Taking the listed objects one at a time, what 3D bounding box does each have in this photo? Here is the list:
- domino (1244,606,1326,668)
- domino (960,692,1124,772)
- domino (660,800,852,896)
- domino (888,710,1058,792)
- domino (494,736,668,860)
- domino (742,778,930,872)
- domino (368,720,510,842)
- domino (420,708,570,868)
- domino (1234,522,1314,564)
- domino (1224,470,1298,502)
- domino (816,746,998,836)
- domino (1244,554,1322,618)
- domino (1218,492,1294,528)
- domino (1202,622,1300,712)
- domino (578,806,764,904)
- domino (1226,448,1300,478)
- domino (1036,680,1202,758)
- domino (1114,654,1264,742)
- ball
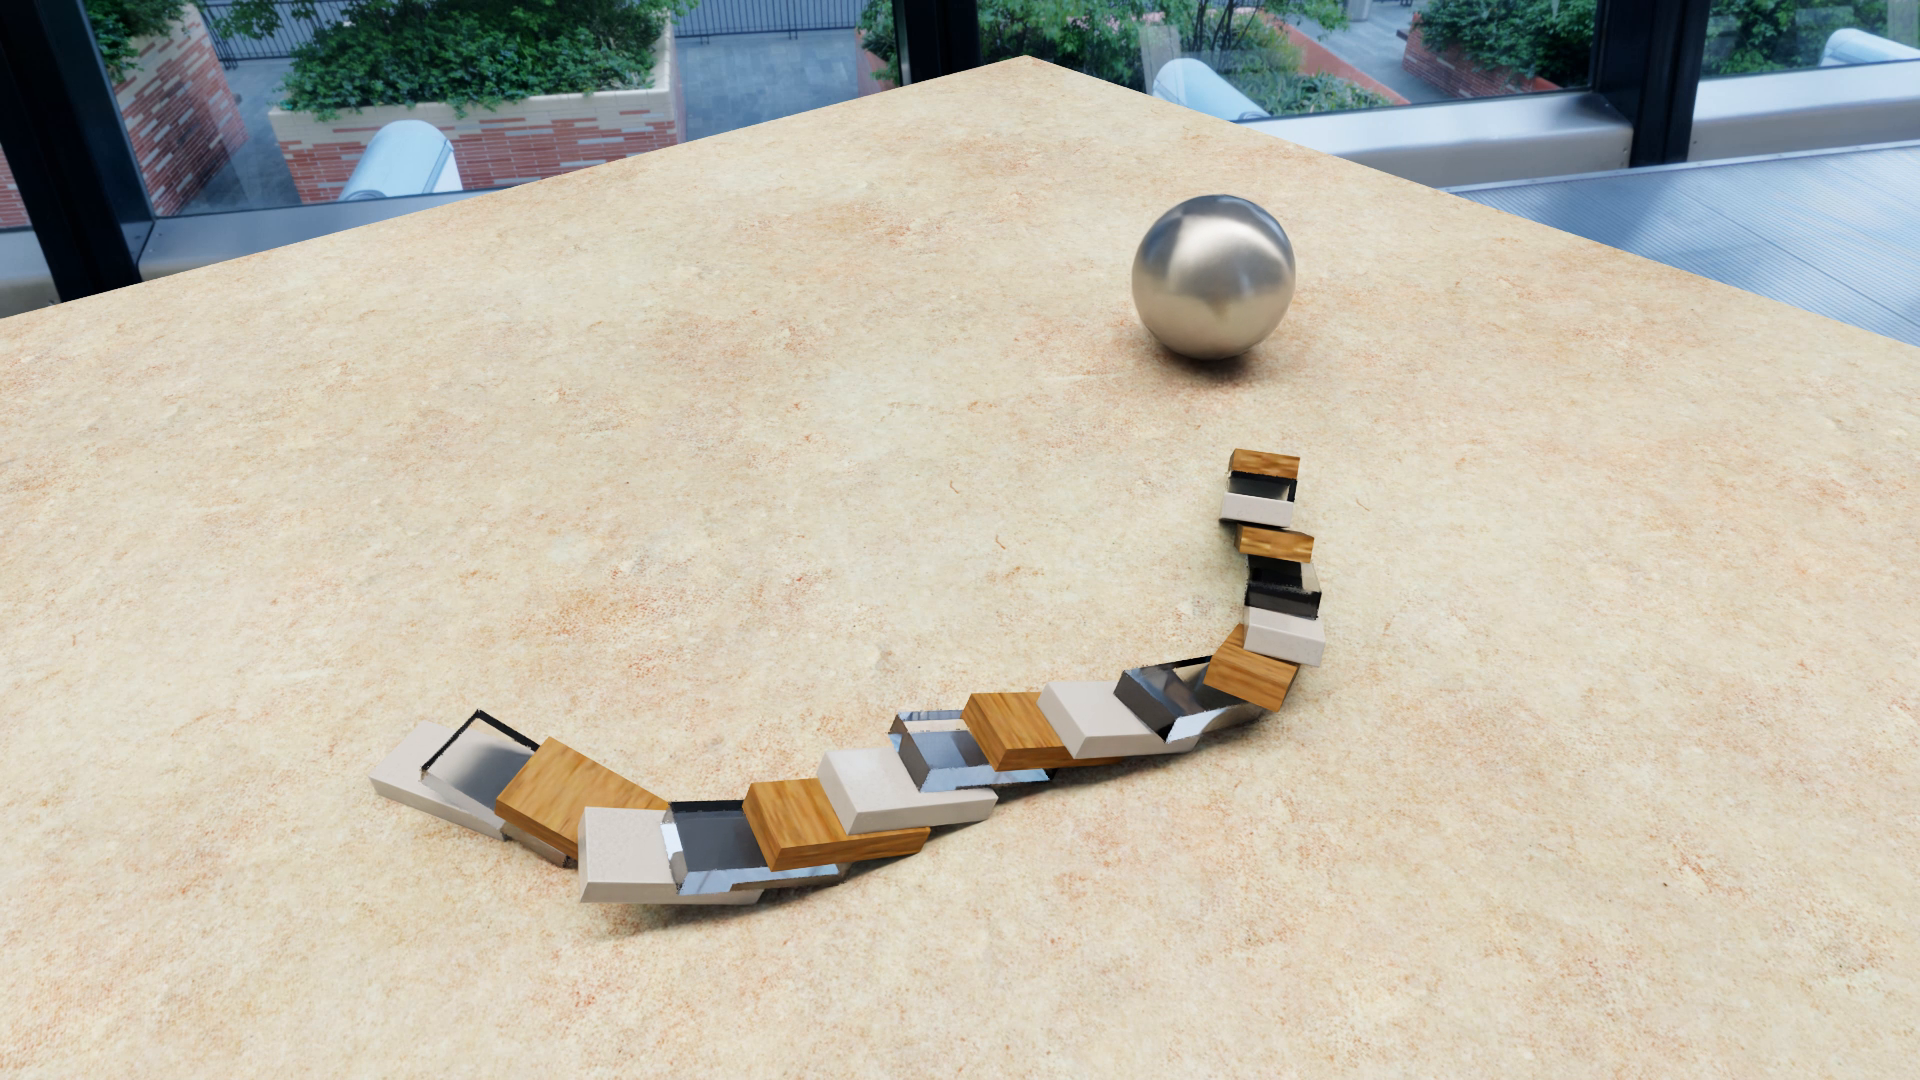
[{"bbox_3d":[0.114,0.030,0.389,0.025,0.010,0.050,13,15,12],"label":"domino"},{"bbox_3d":[0.028,0.061,0.354,0.050,0.010,0.025,4,33,-33],"label":"domino"},{"bbox_3d":[-0.059,0.088,0.320,0.050,0.010,0.025,7,33,-33],"label":"domino"},{"bbox_3d":[0.005,0.066,0.348,0.050,0.010,0.025,4,33,-33],"label":"domino"},{"bbox_3d":[-0.109,0.082,0.329,0.050,0.010,0.025,29,43,0],"label":"domino"},{"bbox_3d":[-0.036,0.083,0.327,0.050,0.009,0.025,4,32,-36],"label":"domino"},{"bbox_3d":[-0.159,0.076,0.351,0.050,0.009,0.025,14,41,16],"label":"domino"},{"bbox_3d":[-0.135,0.076,0.336,0.050,0.010,0.025,31,44,0],"label":"domino"},{"bbox_3d":[0.119,0.001,0.421,0.025,0.009,0.050,9,5,11],"label":"domino"},{"bbox_3d":[0.121,-0.020,0.446,0.025,0.009,0.050,9,2,11],"label":"domino"},{"bbox_3d":[-0.016,0.075,0.336,0.050,0.010,0.025,4,32,-35],"label":"domino"},{"bbox_3d":[0.119,0.015,0.408,0.025,0.010,0.050,10,14,12],"label":"domino"},{"bbox_3d":[0.116,-0.011,0.434,0.025,0.009,0.050,9,2,12],"label":"domino"},{"bbox_3d":[0.101,0.042,0.374,0.025,0.009,0.050,21,17,20],"label":"domino"},{"bbox_3d":[-0.083,0.091,0.316,0.050,0.009,0.025,11,34,-28],"label":"domino"},{"bbox_3d":[0.125,-0.030,0.457,0.025,0.010,0.050,9,2,11],"label":"domino"},{"bbox_3d":[0.052,0.058,0.358,0.050,0.009,0.025,4,33,-33],"label":"domino"},{"bbox_3d":[0.078,0.052,0.366,0.050,0.010,0.025,-3,33,-41],"label":"domino"},{"bbox_3d":[0.125,-0.130,0.546,0.080,0.080,0.080,0,39,0],"label":"ball"}]
